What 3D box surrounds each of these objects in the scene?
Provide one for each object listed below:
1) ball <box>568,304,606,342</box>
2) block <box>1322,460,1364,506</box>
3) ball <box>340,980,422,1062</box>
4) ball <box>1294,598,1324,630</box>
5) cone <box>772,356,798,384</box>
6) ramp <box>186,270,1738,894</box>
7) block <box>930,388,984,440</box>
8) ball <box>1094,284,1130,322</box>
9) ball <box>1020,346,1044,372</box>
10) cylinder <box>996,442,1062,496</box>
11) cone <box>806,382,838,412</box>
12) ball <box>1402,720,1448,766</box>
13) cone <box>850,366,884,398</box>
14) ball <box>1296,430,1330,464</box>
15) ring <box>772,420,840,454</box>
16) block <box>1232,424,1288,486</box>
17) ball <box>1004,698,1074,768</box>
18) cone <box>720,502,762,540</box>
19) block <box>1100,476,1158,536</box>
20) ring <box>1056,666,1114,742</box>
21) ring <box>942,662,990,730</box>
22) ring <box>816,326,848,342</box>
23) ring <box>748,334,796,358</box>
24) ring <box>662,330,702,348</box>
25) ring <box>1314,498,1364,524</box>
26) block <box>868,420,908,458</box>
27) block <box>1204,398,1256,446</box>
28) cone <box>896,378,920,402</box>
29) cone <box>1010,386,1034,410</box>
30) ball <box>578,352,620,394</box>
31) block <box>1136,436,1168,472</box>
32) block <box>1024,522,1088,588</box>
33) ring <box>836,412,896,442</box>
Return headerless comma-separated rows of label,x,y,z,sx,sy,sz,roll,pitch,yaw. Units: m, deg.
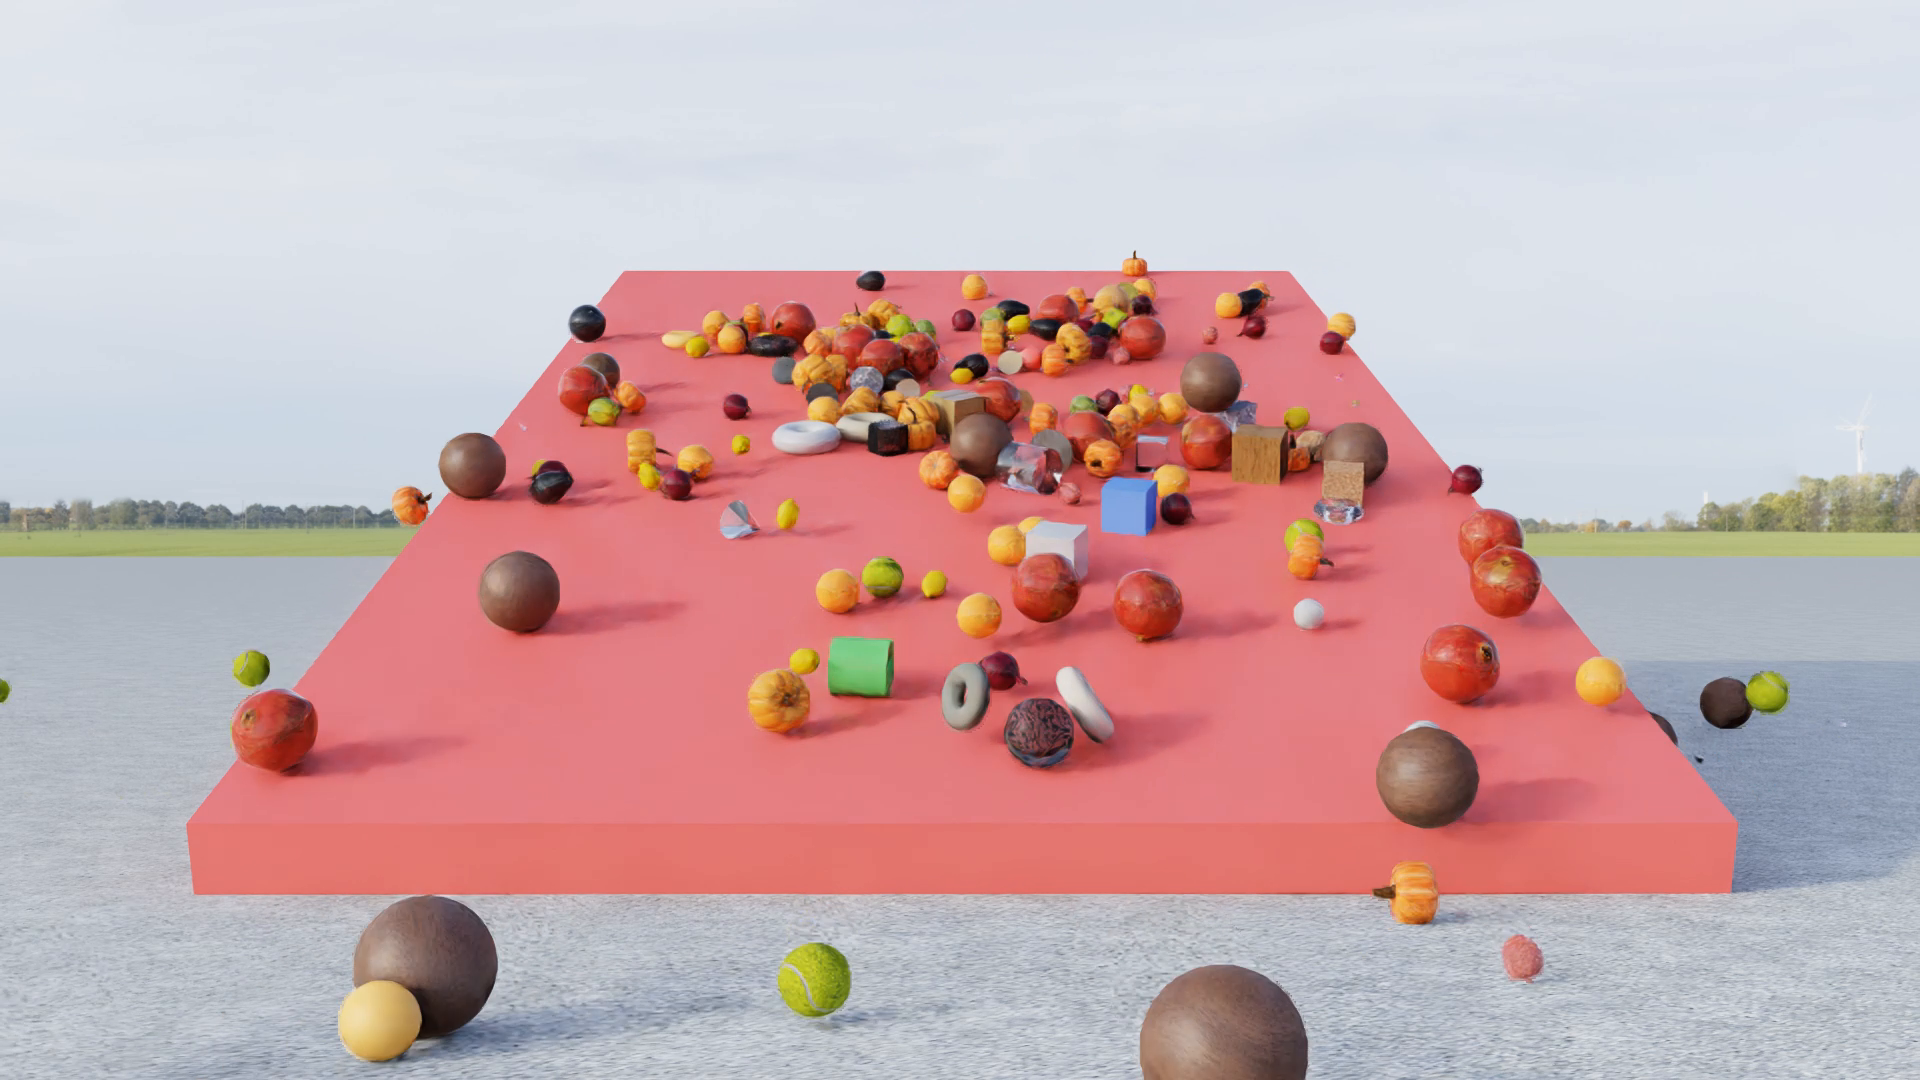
ball,-0.954,-0.554,5.689,0.096,0.096,0.096,0,0,0
block,0.734,-0.104,4.262,0.076,0.076,0.076,3,17,10
ball,-0.508,0.421,1.951,0.070,0.070,0.070,0,0,0
ball,0.562,0.120,3.579,0.051,0.051,0.051,0,0,0
cone,-0.404,-0.395,5.284,0.067,0.067,0.067,0,-11,17
ramp,-0.003,-0.175,4.790,2.000,0.100,4.000,0,17,0
block,-0.007,-0.272,4.794,0.084,0.084,0.084,-14,22,-39
ball,0.407,-0.635,5.954,0.098,0.098,0.098,0,0,0
ball,0.173,-0.438,5.375,0.060,0.060,0.060,0,0,0
cylinder,0.135,-0.140,4.348,0.093,0.093,0.093,11,6,37
cone,-0.311,-0.315,5.022,0.069,0.069,0.069,0,-10,-2
ball,0.636,0.278,3.044,0.062,0.062,0.062,0,0,0
cone,-0.218,-0.357,5.153,0.077,0.077,0.077,0,-9,-6
ball,0.723,-0.192,4.562,0.069,0.069,0.069,0,0,0
ring,-0.323,-0.215,4.669,0.145,0.048,0.145,-1,17,0
block,0.600,-0.171,4.447,0.096,0.096,0.096,5,18,16
ball,0.108,0.263,3.033,0.096,0.096,0.096,0,0,0
cone,-0.389,-0.027,4.084,0.072,0.072,0.072,0,-14,40
block,0.313,-0.062,4.114,0.084,0.084,0.084,6,18,18
ring,0.174,0.229,3.105,0.039,0.118,0.118,-32,-2,3
ring,0.008,0.218,3.098,0.032,0.097,0.097,12,-7,-32
ring,-0.330,-0.532,5.734,0.083,0.028,0.083,0,19,0
ring,-0.468,-0.485,5.562,0.122,0.041,0.122,1,16,0
ring,-0.707,-0.509,5.650,0.101,0.034,0.101,1,16,0
ring,0.712,-0.055,4.180,0.093,0.031,0.093,0,19,0
block,-0.150,-0.212,4.638,0.060,0.060,0.060,-12,21,-35
block,0.577,-0.251,4.734,0.078,0.078,0.078,15,25,40
cone,-0.122,-0.337,5.102,0.058,0.058,0.058,0,-10,-8
cone,0.127,-0.308,5.013,0.056,0.056,0.056,0,-20,-27
ball,-0.833,-0.386,5.139,0.097,0.097,0.097,0,0,0
block,0.391,-0.175,4.519,0.061,0.061,0.061,2,17,8
block,0.167,0.024,3.826,0.086,0.086,0.086,6,18,19
ring,-0.198,-0.241,4.761,0.136,0.045,0.136,1,16,0
